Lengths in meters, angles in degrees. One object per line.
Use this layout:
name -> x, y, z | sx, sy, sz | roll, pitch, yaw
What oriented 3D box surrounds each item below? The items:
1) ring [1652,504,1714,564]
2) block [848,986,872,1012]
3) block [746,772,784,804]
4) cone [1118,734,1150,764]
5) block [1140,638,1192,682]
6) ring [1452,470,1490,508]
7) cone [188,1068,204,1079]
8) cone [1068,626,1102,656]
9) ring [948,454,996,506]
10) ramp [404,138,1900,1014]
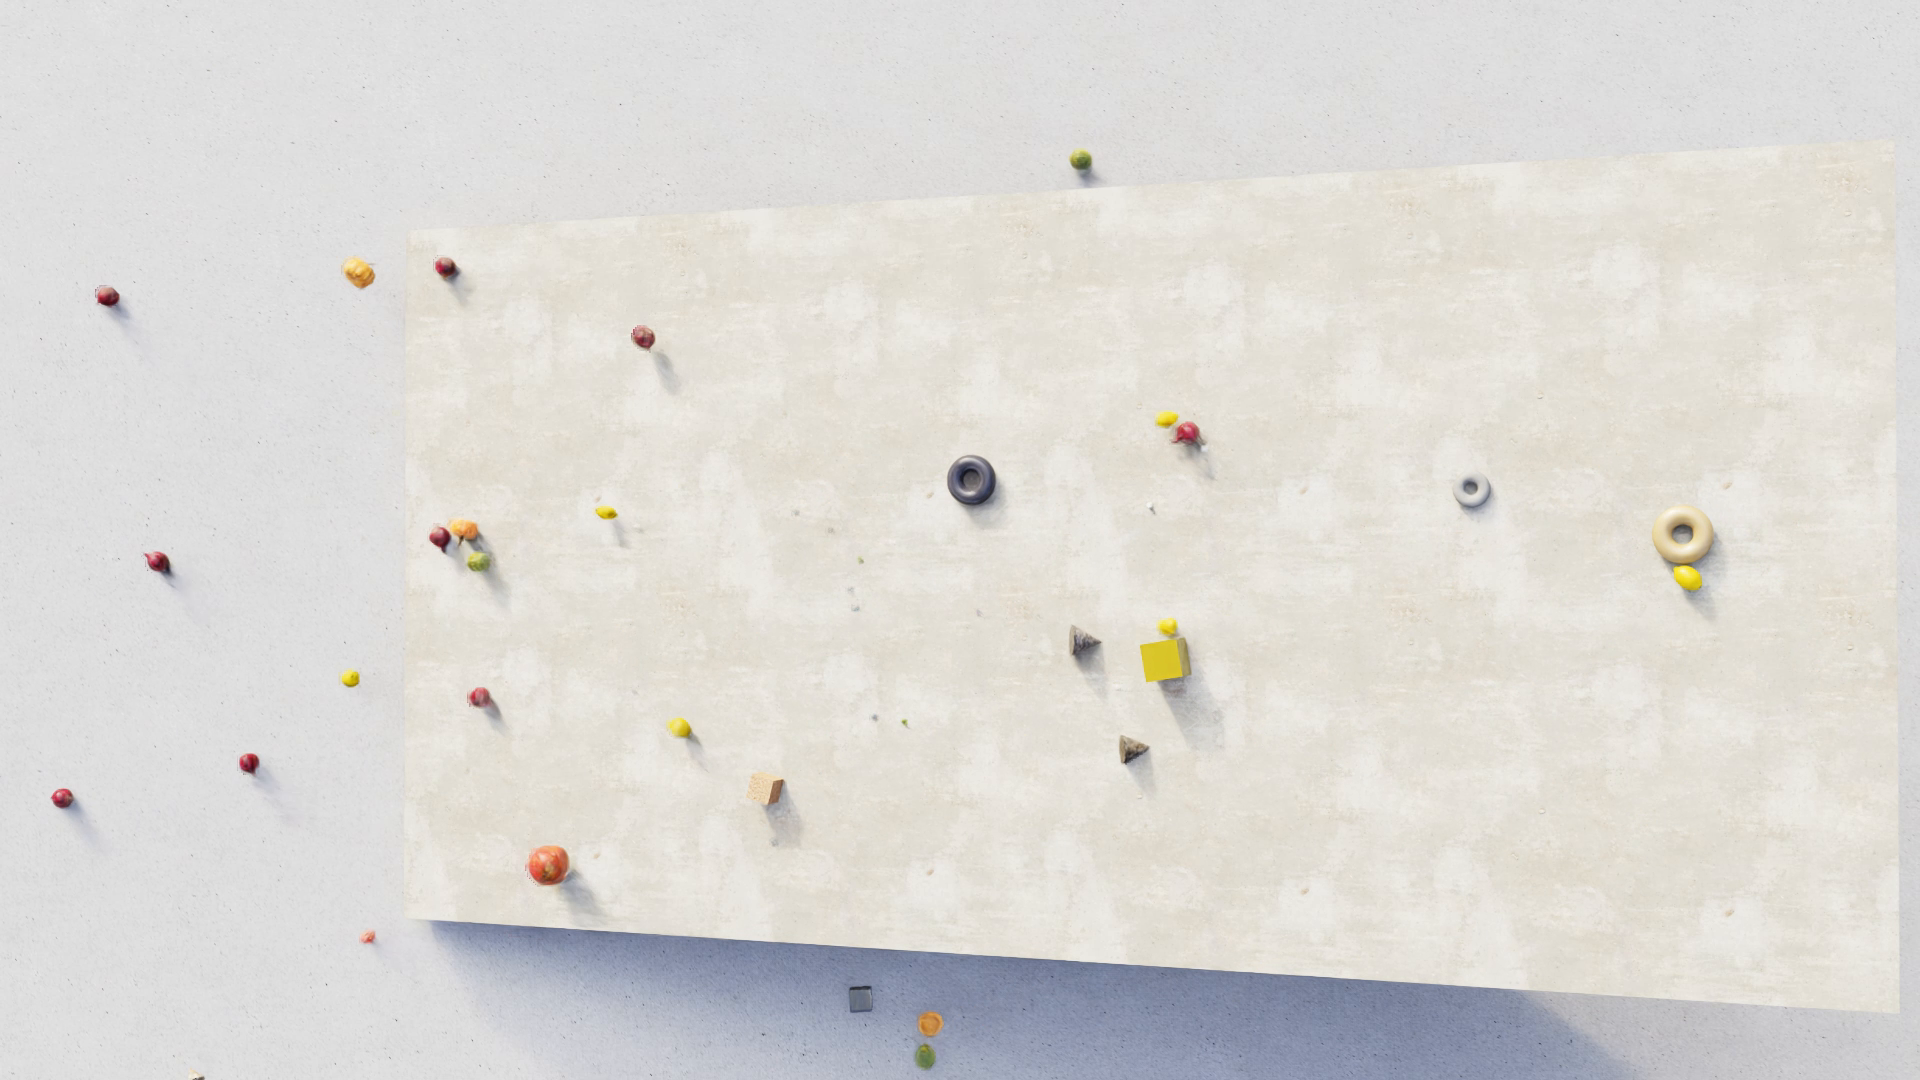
ring -> 1.698, -0.013, 5.165 | 0.139, 0.046, 0.139 | 0, 91, 20
block -> -0.290, 1.346, 6.446 | 0.064, 0.064, 0.064 | -3, 89, 0
block -> -0.529, 0.672, 5.960 | 0.067, 0.067, 0.067 | 15, 95, 20
cone -> 0.451, 0.531, 5.621 | 0.075, 0.075, 0.075 | -4, 89, -7
block -> 0.521, 0.303, 5.565 | 0.096, 0.096, 0.096 | -11, 86, 20
ring -> 1.243, -0.124, 5.342 | 0.092, 0.031, 0.092 | 0, 90, 20
cone -> -2.256, 1.572, 6.464 | 0.052, 0.052, 0.052 | -37, 63, 0
cone -> 0.328, 0.261, 5.668 | 0.082, 0.082, 0.082 | 3, 89, -7
ring -> 0.030, -0.157, 5.779 | 0.136, 0.045, 0.136 | 0, 90, 19
ramp -> 0.281, 0.089, 5.760 | 4.000, 0.100, 2.000 | 0, 89, 20
